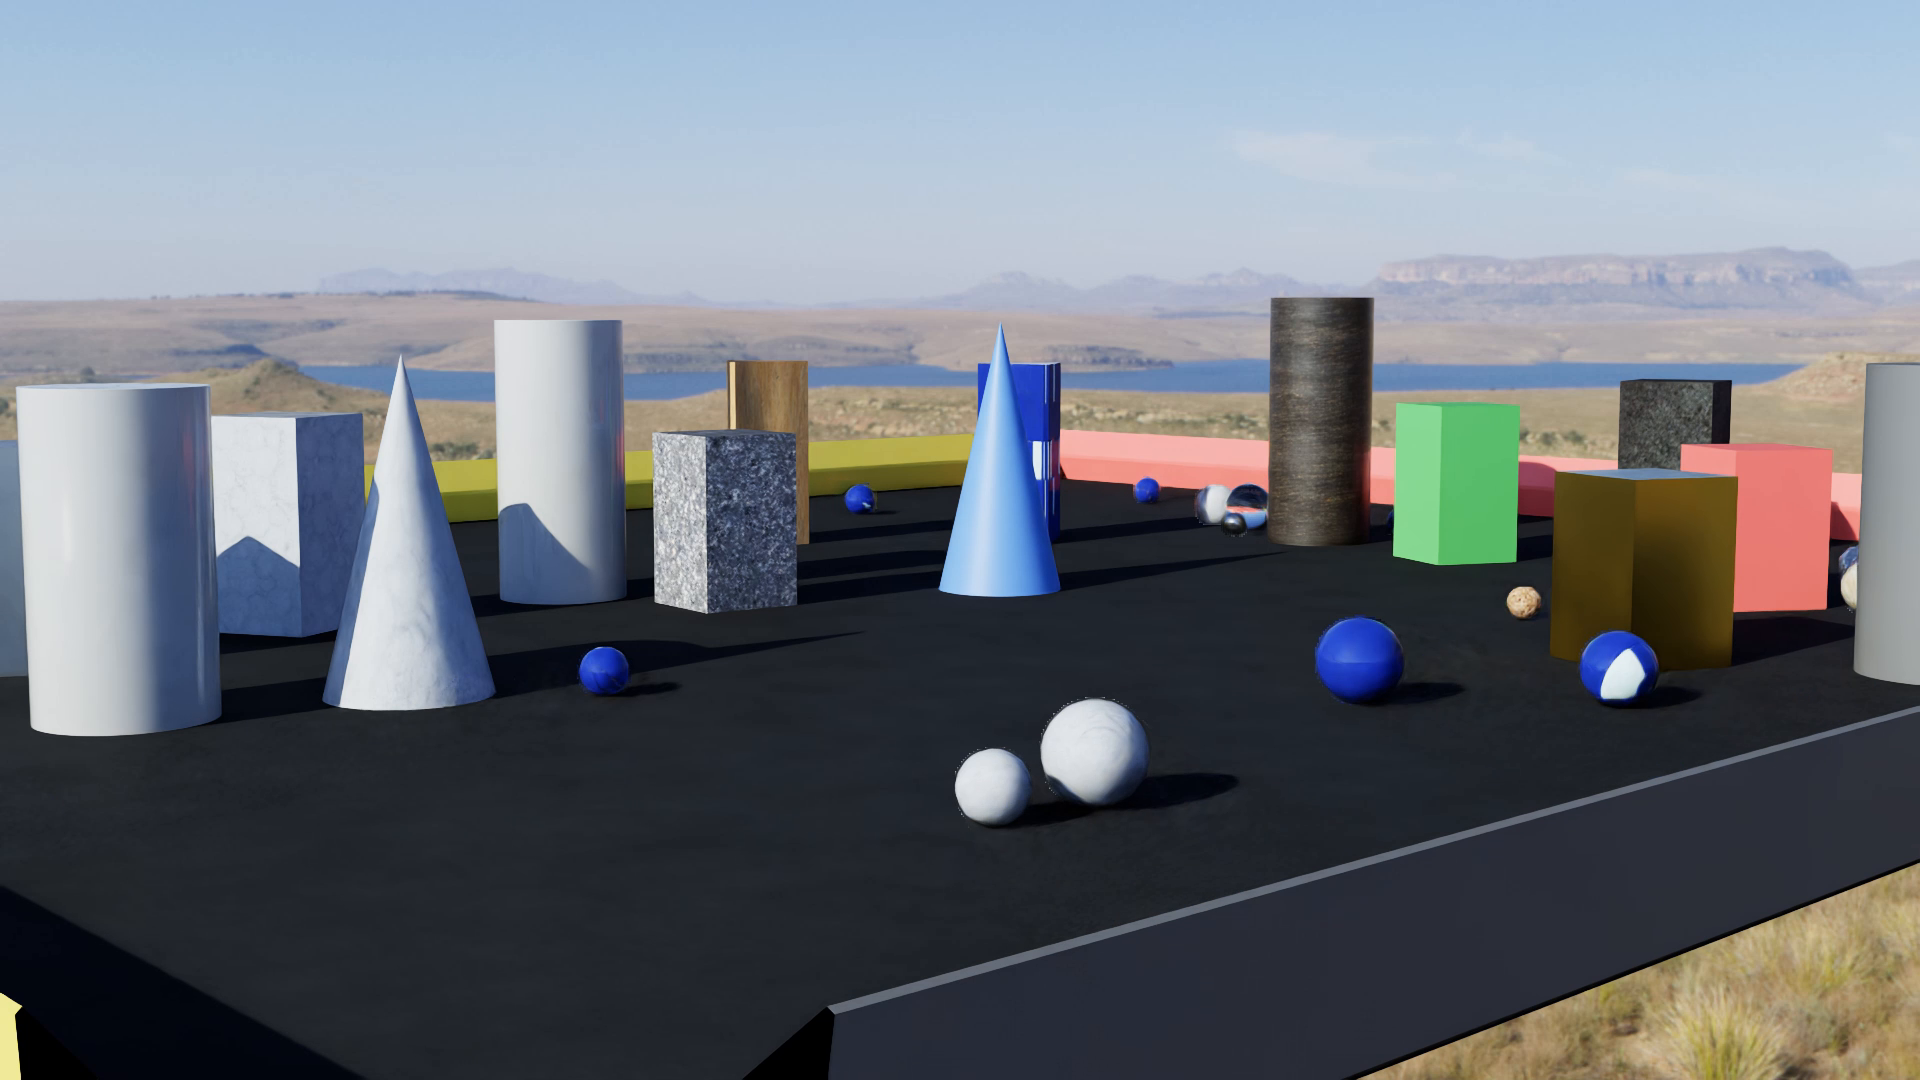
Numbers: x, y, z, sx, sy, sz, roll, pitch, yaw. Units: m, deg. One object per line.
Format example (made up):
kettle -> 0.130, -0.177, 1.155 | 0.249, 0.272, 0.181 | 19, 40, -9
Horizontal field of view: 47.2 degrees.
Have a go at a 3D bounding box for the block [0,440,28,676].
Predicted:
block -> -1.219, 0.021, 2.730 | 0.157, 0.279, 0.157 | -2, 6, -14

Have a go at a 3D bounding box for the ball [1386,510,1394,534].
ball -> 0.868, -0.035, 4.333 | 0.056, 0.056, 0.056 | 0, 6, 0

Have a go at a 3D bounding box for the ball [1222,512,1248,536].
ball -> 0.541, -0.032, 4.323 | 0.047, 0.047, 0.047 | 0, 6, 0

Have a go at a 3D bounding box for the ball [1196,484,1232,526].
ball -> 0.531, -0.073, 4.551 | 0.087, 0.087, 0.087 | 0, 6, 0

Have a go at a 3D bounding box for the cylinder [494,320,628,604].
cylinder -> -0.618, -0.125, 3.408 | 0.196, 0.429, 0.196 | 0, 6, 0

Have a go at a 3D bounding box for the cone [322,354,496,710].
cone -> -0.638, -0.017, 2.531 | 0.196, 0.395, 0.196 | 0, 6, 0

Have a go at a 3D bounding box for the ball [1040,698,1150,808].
ball -> 0.121, 0.191, 1.972 | 0.098, 0.098, 0.098 | 0, 6, 0

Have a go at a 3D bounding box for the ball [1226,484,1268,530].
ball -> 0.587, -0.069, 4.479 | 0.094, 0.094, 0.094 | 0, 6, 0

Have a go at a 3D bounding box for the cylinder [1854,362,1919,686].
cylinder -> 1.201, -0.024, 2.677 | 0.196, 0.379, 0.196 | 0, 6, 0

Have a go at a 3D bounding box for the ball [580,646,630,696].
ball -> -0.411, 0.152, 2.544 | 0.057, 0.057, 0.057 | 0, 6, 0

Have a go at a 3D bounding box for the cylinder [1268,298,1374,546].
cylinder -> 0.693, -0.231, 4.230 | 0.196, 0.468, 0.196 | 0, 6, 0

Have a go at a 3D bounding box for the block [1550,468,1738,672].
block -> 0.863, 0.035, 2.783 | 0.157, 0.239, 0.157 | -2, 6, -22

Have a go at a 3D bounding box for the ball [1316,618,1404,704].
ball -> 0.454, 0.137, 2.493 | 0.098, 0.098, 0.098 | 0, 6, 0

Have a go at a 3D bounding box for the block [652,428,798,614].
block -> -0.356, -0.033, 3.332 | 0.157, 0.260, 0.157 | -4, 7, -37

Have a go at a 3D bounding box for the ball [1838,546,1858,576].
ball -> 1.453, 0.042, 3.550 | 0.067, 0.067, 0.067 | 0, 6, 0

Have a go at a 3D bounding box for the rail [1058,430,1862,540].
rail -> 1.380, -0.099, 4.599 | 0.045, 0.127, 3.360 | -5, 8, -42

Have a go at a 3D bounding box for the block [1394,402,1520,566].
block -> 0.887, -0.104, 3.933 | 0.157, 0.277, 0.157 | -2, 6, -18

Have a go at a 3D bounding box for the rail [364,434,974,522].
rail -> -1.123, -0.094, 4.542 | 3.803, 0.127, 0.045 | -5, 8, -42

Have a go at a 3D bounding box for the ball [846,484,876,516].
ball -> -0.217, -0.087, 4.785 | 0.067, 0.067, 0.067 | 0, 6, 0

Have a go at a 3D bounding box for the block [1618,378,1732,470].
block -> 1.259, -0.120, 3.880 | 0.157, 0.321, 0.157 | 3, 7, 30

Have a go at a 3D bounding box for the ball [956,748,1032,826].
ball -> 0.029, 0.214, 1.902 | 0.067, 0.067, 0.067 | 0, 6, 0

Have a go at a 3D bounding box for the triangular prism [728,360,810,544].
triangular prism -> -0.400, -0.167, 4.195 | 0.170, 0.348, 0.147 | -5, 8, -38

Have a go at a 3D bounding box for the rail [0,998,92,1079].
rail -> -1.380, 0.166, 2.065 | 0.045, 0.127, 3.360 | -5, 8, -42

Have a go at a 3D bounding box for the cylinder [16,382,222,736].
cylinder -> -0.909, 0.015, 2.384 | 0.196, 0.363, 0.196 | 0, 6, 0

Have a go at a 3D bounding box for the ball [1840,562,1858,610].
ball -> 1.334, 0.069, 3.225 | 0.079, 0.079, 0.079 | 0, 6, 0

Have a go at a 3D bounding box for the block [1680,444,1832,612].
block -> 1.201, -0.022, 3.331 | 0.157, 0.239, 0.157 | -1, 6, -11

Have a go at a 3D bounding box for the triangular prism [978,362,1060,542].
triangular prism -> 0.146, -0.172, 4.275 | 0.170, 0.342, 0.147 | 5, 8, 40

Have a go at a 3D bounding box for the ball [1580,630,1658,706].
ball -> 0.741, 0.145, 2.474 | 0.086, 0.086, 0.086 | 0, 6, 0

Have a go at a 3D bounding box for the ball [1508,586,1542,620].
ball -> 0.815, 0.090, 3.175 | 0.048, 0.048, 0.048 | 0, 6, 0

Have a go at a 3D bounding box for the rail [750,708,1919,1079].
rail -> 1.123, 0.160, 2.121 | 3.803, 0.127, 0.045 | -5, 8, -42

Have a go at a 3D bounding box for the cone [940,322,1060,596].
cone -> 0.064, -0.135, 3.504 | 0.196, 0.428, 0.196 | 0, 6, 0

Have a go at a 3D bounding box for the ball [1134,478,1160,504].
ball -> 0.432, -0.114, 5.072 | 0.060, 0.060, 0.060 | 0, 6, 0

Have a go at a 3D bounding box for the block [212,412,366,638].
block -> -0.946, -0.026, 3.083 | 0.157, 0.299, 0.157 | 2, 6, 19
